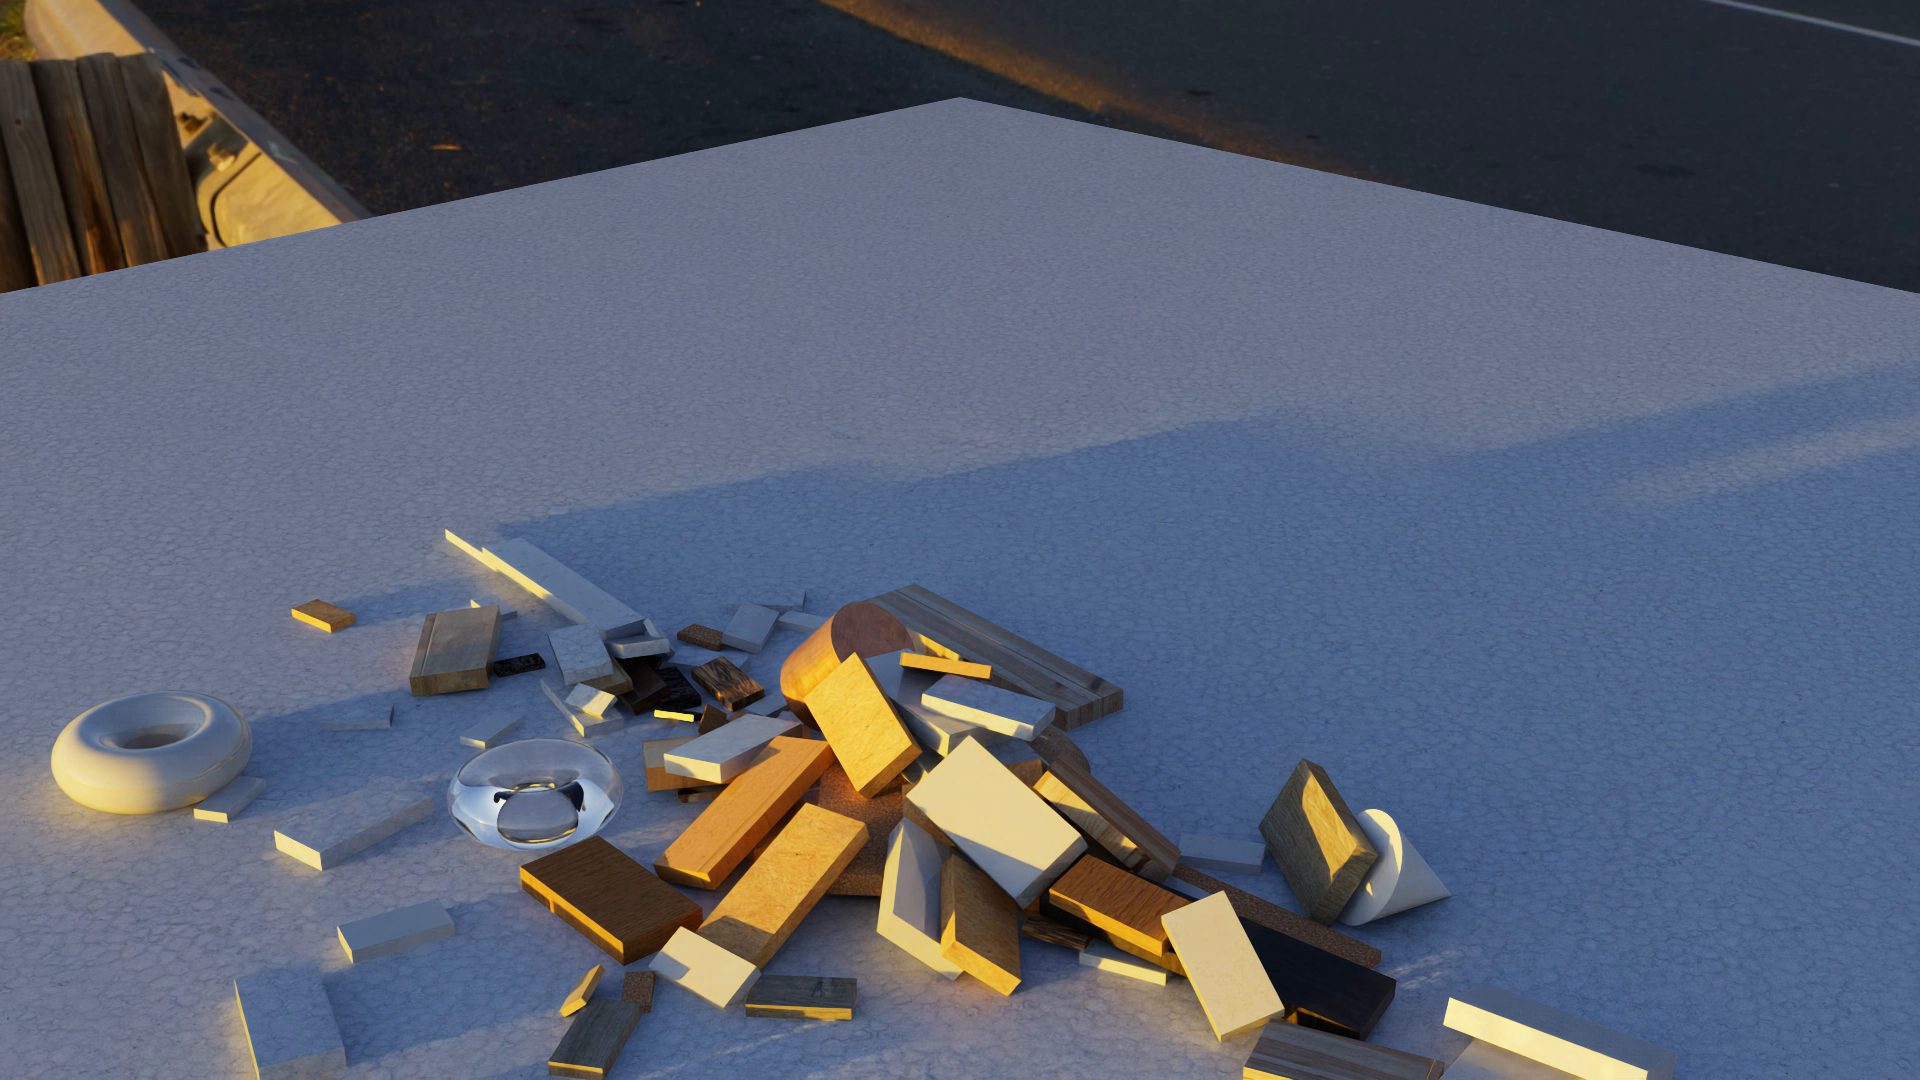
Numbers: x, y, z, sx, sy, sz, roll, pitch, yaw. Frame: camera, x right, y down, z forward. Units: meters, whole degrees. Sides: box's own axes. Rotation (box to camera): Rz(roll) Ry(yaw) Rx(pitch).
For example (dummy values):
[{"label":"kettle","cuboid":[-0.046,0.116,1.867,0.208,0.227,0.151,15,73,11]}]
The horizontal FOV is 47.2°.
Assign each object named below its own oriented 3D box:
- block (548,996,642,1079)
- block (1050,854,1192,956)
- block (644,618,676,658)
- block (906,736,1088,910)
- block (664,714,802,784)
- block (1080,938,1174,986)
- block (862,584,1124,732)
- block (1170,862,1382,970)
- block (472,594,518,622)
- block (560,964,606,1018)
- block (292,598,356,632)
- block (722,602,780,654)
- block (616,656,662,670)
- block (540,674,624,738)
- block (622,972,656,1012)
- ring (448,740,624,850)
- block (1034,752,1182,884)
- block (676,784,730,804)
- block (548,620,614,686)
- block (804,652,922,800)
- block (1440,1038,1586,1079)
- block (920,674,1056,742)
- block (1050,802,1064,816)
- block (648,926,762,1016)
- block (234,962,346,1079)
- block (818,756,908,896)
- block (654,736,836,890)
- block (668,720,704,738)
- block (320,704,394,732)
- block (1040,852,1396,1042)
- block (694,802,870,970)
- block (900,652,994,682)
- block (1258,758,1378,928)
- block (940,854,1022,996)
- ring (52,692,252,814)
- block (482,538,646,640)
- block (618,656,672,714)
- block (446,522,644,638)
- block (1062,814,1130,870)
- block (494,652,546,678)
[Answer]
[{"label":"block","cuboid":[-0.618,0.846,3.733,0.095,0.027,0.189,5,23,11]},{"label":"block","cuboid":[0.294,0.655,3.955,0.239,0.034,0.120,21,39,31]},{"label":"block","cuboid":[-0.701,0.231,5.140,0.018,0.063,0.125,-42,31,-2]},{"label":"block","cuboid":[0.067,0.527,4.133,0.168,0.048,0.337,-43,50,-10]},{"label":"block","cuboid":[-0.463,0.426,4.519,0.141,0.040,0.282,7,16,31]},{"label":"block","cuboid":[0.307,0.751,3.961,0.165,0.023,0.082,11,25,23]},{"label":"block","cuboid":[0.060,0.262,5.082,0.171,0.048,0.742,-18,29,-36]},{"label":"block","cuboid":[0.557,0.701,4.078,0.467,0.023,0.082,19,30,38]},{"label":"block","cuboid":[-1.132,0.166,5.346,0.063,0.018,0.125,-16,28,-33]},{"label":"block","cuboid":[-0.660,0.788,3.848,0.052,0.015,0.104,-33,13,21]},{"label":"block","cuboid":[-1.535,0.182,5.306,0.147,0.021,0.073,17,28,34]},{"label":"block","cuboid":[-0.495,0.207,5.212,0.092,0.026,0.184,17,25,3]},{"label":"block","cuboid":[-0.748,0.284,5.071,0.110,0.016,0.055,3,23,8]},{"label":"block","cuboid":[-0.838,0.361,4.875,0.093,0.026,0.267,-13,26,-27]},{"label":"block","cuboid":[-0.567,0.795,3.868,0.052,0.015,0.104,-1,23,-2]},{"label":"ring","cuboid":[-0.852,0.508,4.417,0.349,0.116,0.349,1,22,0]},{"label":"block","cuboid":[0.281,0.528,4.156,0.298,0.042,0.149,40,16,5]},{"label":"block","cuboid":[-0.518,0.511,4.532,0.131,0.019,0.066,-5,24,-12]},{"label":"block","cuboid":[-0.861,0.255,4.980,0.109,0.031,0.219,-13,27,-15]},{"label":"block","cuboid":[-0.196,0.368,4.385,0.144,0.041,0.287,-42,46,6]},{"label":"block","cuboid":[0.957,0.916,3.541,0.340,0.048,0.170,16,28,33]},{"label":"block","cuboid":[0.057,0.332,4.374,0.239,0.034,0.120,15,23,20]},{"label":"block","cuboid":[0.227,0.543,4.246,0.217,0.023,0.080,37,36,25]},{"label":"block","cuboid":[-0.451,0.760,3.885,0.194,0.026,0.092,19,57,37]},{"label":"block","cuboid":[-1.148,0.826,3.764,0.140,0.040,0.279,-10,25,-22]},{"label":"block","cuboid":[-0.194,0.549,4.284,0.168,0.048,0.400,3,28,0]},{"label":"block","cuboid":[-0.417,0.529,4.309,0.141,0.040,0.415,3,34,36]},{"label":"block","cuboid":[-0.590,0.426,4.732,0.066,0.019,0.131,4,23,9]},{"label":"block","cuboid":[-1.319,0.389,4.818,0.147,0.021,0.073,-2,23,-6]},{"label":"block","cuboid":[0.450,0.723,3.914,0.634,0.042,0.149,19,37,28]},{"label":"block","cuboid":[-0.331,0.642,4.049,0.139,0.040,0.376,15,45,31]},{"label":"block","cuboid":[-0.026,0.260,4.488,0.184,0.026,0.092,9,-7,6]},{"label":"block","cuboid":[0.677,0.572,4.187,0.048,0.170,0.340,25,16,-18]},{"label":"block","cuboid":[0.035,0.693,3.977,0.144,0.041,0.287,34,18,-14]},{"label":"ring","cuboid":[-1.676,0.437,4.567,0.395,0.132,0.395,1,23,0]},{"label":"block","cuboid":[-0.975,0.116,5.382,0.109,0.031,0.625,-17,28,-35]},{"label":"block","cuboid":[-0.725,0.323,4.926,0.093,0.026,0.185,-30,32,-18]},{"label":"block","cuboid":[-1.048,0.101,5.490,0.092,0.026,0.840,-17,29,-35]},{"label":"block","cuboid":[0.251,0.579,4.169,0.080,0.023,0.160,-32,59,-18]},{"label":"block","cuboid":[-1.016,0.288,5.062,0.110,0.016,0.055,-11,25,-25]}]
